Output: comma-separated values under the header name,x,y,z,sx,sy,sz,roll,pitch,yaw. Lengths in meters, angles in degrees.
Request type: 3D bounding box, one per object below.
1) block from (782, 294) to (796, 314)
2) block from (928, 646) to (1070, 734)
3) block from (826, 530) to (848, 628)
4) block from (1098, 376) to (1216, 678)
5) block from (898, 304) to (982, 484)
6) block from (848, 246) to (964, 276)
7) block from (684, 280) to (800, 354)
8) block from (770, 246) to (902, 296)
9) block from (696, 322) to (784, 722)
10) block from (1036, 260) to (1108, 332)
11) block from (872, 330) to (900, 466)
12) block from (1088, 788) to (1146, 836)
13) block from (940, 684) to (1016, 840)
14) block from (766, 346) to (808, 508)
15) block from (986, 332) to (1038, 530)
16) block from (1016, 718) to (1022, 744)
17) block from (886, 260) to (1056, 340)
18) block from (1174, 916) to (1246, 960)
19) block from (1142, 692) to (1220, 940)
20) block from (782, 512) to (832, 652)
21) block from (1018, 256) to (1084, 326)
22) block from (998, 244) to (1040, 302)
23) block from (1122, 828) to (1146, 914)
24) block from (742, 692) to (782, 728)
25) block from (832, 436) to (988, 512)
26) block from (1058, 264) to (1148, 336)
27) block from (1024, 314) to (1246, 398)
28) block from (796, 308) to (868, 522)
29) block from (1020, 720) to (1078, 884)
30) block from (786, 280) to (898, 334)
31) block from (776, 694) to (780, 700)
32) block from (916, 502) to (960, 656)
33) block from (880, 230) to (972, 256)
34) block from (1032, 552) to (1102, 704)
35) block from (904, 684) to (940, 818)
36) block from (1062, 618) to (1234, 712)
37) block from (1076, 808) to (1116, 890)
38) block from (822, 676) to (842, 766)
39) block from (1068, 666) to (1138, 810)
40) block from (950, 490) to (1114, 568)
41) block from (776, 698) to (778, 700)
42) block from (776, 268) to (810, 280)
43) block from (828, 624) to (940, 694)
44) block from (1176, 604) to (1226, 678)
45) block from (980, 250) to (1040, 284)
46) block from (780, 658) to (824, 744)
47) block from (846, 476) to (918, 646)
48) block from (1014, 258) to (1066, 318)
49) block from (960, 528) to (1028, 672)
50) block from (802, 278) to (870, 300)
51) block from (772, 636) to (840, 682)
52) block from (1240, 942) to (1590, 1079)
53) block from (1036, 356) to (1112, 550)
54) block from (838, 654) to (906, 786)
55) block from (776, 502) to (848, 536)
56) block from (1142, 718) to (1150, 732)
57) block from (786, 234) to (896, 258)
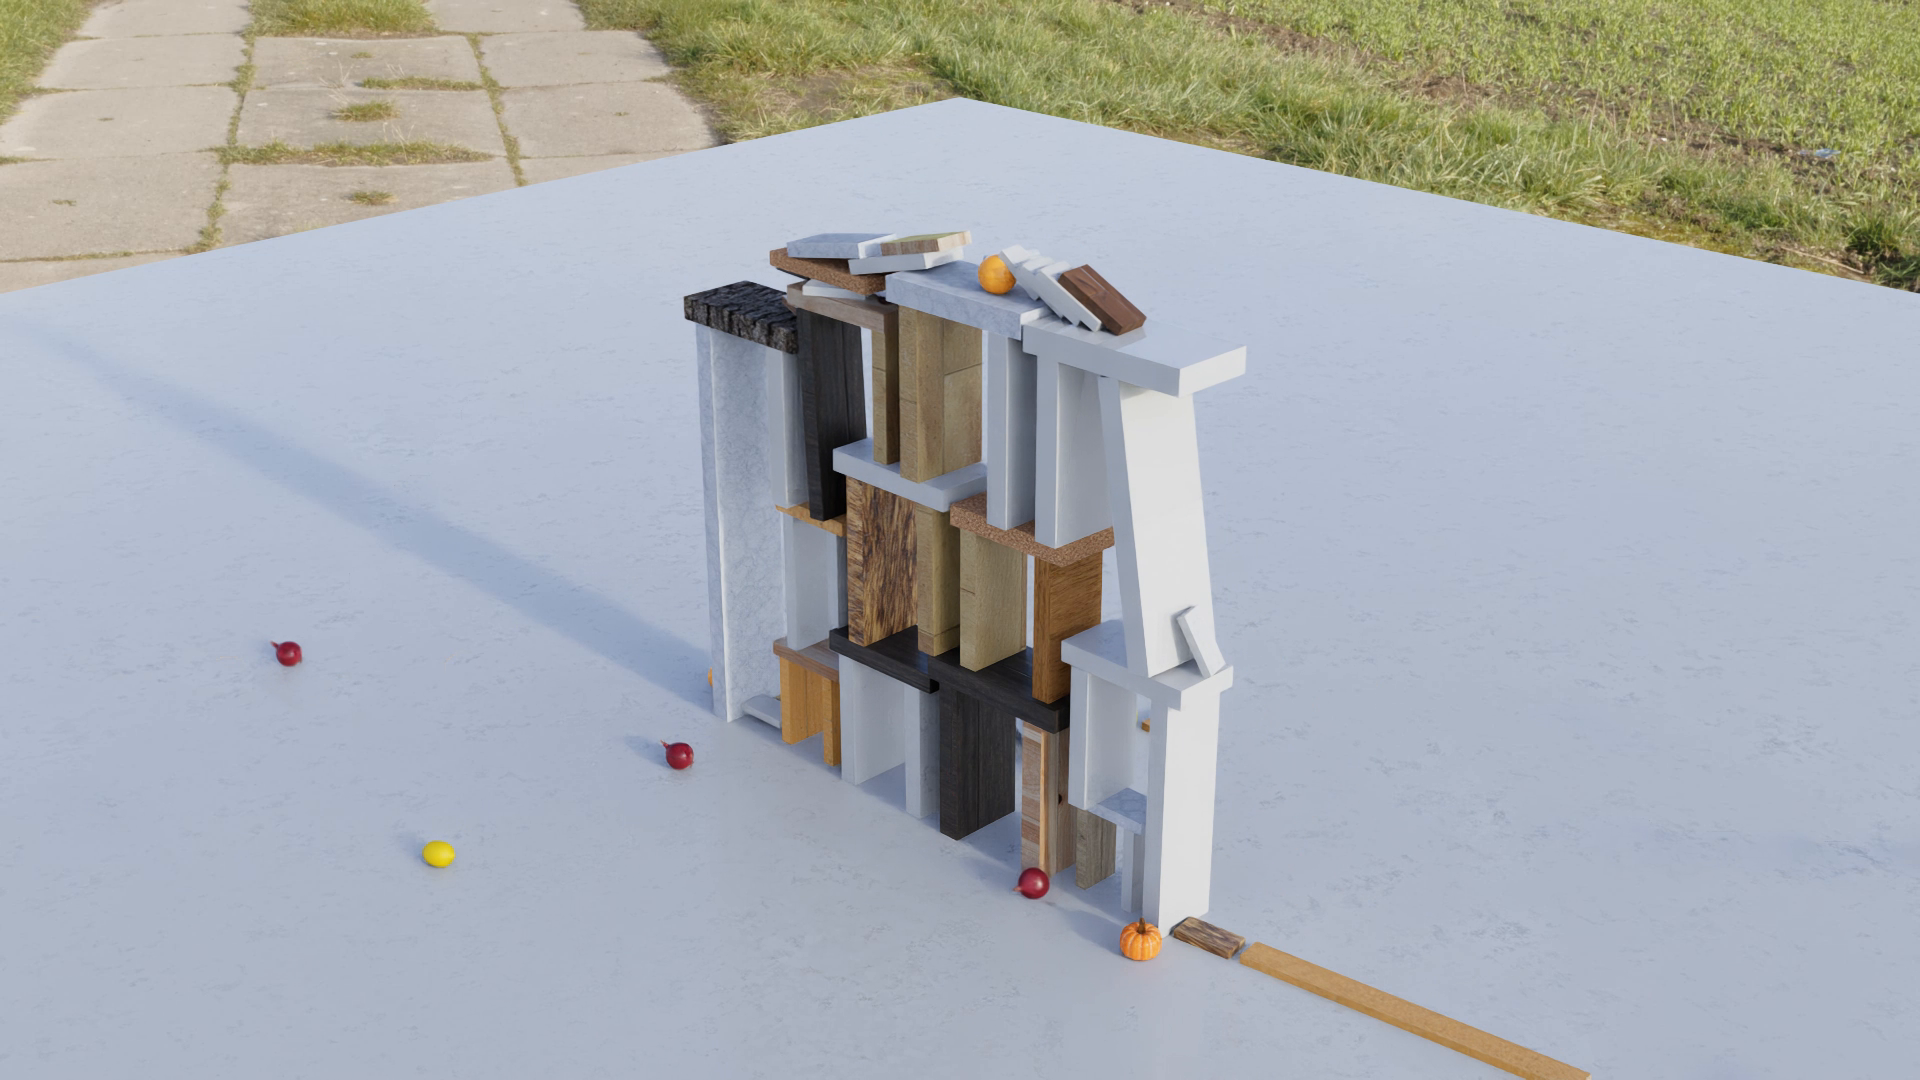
name,x,y,z,sx,sy,sz,roll,pitch,yaw
block,-0.313,-0.471,4.415,0.057,0.016,0.114,-9,25,-20
block,0.114,0.268,4.214,0.334,0.047,0.167,21,31,41
block,-0.221,0.067,4.487,0.104,0.208,0.029,-21,31,-40
block,0.346,-0.041,3.837,0.175,0.534,0.050,-19,19,-38
block,-0.035,-0.292,4.136,0.170,0.340,0.048,-21,31,-40
block,-0.102,-0.526,4.117,0.203,0.029,0.101,2,18,44
block,-0.388,-0.454,4.455,0.335,0.047,0.167,21,31,40
block,-0.239,-0.526,4.255,0.101,0.029,0.285,-20,30,-39
block,-0.465,-0.046,4.711,0.167,0.904,0.047,-21,31,-40
block,0.207,-0.423,3.812,0.148,0.021,0.074,44,41,18
block,-0.106,-0.290,4.222,0.134,0.268,0.038,-21,31,-40
block,0.301,0.496,4.115,0.174,0.025,0.087,21,31,40
block,0.036,0.413,4.360,0.047,0.334,0.167,21,31,41
block,-0.308,-0.247,4.456,0.167,0.335,0.047,-21,31,-40
block,0.127,-0.216,3.992,0.170,0.368,0.048,-21,31,-41
block,0.164,0.413,4.726,0.081,0.023,0.162,-6,16,-9
block,0.044,-0.440,3.985,0.340,0.048,0.170,21,31,40
block,0.456,0.728,4.024,0.117,0.017,0.058,17,28,34
block,0.400,0.488,3.994,0.142,0.482,0.040,-20,31,-39
block,-0.317,0.073,4.601,0.029,0.309,0.104,20,30,39
block,0.178,-0.435,3.841,0.148,0.021,0.074,44,41,18
block,0.119,-0.475,3.904,0.107,0.015,0.054,52,42,10
block,0.342,0.603,4.116,0.025,0.174,0.087,21,31,41
block,-0.413,0.373,4.811,0.128,0.018,0.064,21,31,40
block,-0.085,-0.135,4.257,0.154,0.044,0.309,-21,31,-40
block,0.245,-0.414,3.792,0.148,0.021,0.074,44,41,19
block,0.296,-0.328,3.765,0.350,0.050,0.175,21,31,40
block,-0.249,-0.261,4.364,0.038,0.433,0.134,17,28,40
block,0.193,0.474,4.216,0.047,0.334,0.167,21,31,41
block,-0.192,-0.458,4.223,0.268,0.038,0.134,21,31,39
block,-0.281,0.310,5.007,0.064,0.018,0.359,16,28,33
block,-0.012,0.056,4.258,0.154,0.309,0.044,-21,30,-41
block,-0.064,-0.549,4.069,0.081,0.023,0.162,-21,16,-39
block,0.199,0.147,4.073,0.040,0.284,0.142,21,31,41
block,-0.044,0.403,4.438,0.145,0.291,0.041,-21,31,-41
block,0.334,0.222,3.953,0.142,0.040,0.283,-21,31,-40
block,0.260,0.571,4.191,0.025,0.174,0.087,21,31,40
block,-0.242,0.366,4.638,0.029,0.203,0.101,21,31,40
block,0.266,0.345,4.076,0.040,0.284,0.142,21,31,40
block,0.133,-0.028,4.072,0.284,0.040,0.142,21,31,41
block,-0.389,0.382,4.836,0.128,0.018,0.064,18,29,35
block,-0.308,-0.536,4.339,0.057,0.016,0.114,-17,27,-34
block,-0.112,0.223,4.438,0.291,0.041,0.145,21,31,40
block,0.424,0.178,3.864,0.017,0.117,0.058,-20,8,37
block,0.090,-0.495,3.983,0.107,0.054,0.015,-10,46,-23
block,-0.337,0.329,4.726,0.029,0.203,0.101,21,31,40
block,-0.154,0.022,4.401,0.044,0.358,0.154,21,31,39
block,0.157,-0.443,3.871,0.124,0.015,0.054,47,42,16
block,0.065,0.095,4.197,0.040,0.284,0.142,21,31,41
block,-0.232,-0.481,4.207,0.124,0.018,0.062,6,24,14
block,-0.289,0.241,4.637,0.203,0.029,0.101,21,31,40
block,0.774,0.823,3.801,0.639,0.017,0.058,17,28,34
block,0.215,-0.176,3.920,0.175,0.350,0.050,-21,30,-40
block,-0.180,0.350,4.564,0.041,0.291,0.145,21,31,41
block,-0.271,-0.062,4.488,0.104,0.029,0.208,-21,31,-40
block,0.462,0.396,4.805,0.124,0.018,0.062,-21,31,-40
block,-0.227,-0.566,4.230,0.202,0.029,0.101,8,22,43
